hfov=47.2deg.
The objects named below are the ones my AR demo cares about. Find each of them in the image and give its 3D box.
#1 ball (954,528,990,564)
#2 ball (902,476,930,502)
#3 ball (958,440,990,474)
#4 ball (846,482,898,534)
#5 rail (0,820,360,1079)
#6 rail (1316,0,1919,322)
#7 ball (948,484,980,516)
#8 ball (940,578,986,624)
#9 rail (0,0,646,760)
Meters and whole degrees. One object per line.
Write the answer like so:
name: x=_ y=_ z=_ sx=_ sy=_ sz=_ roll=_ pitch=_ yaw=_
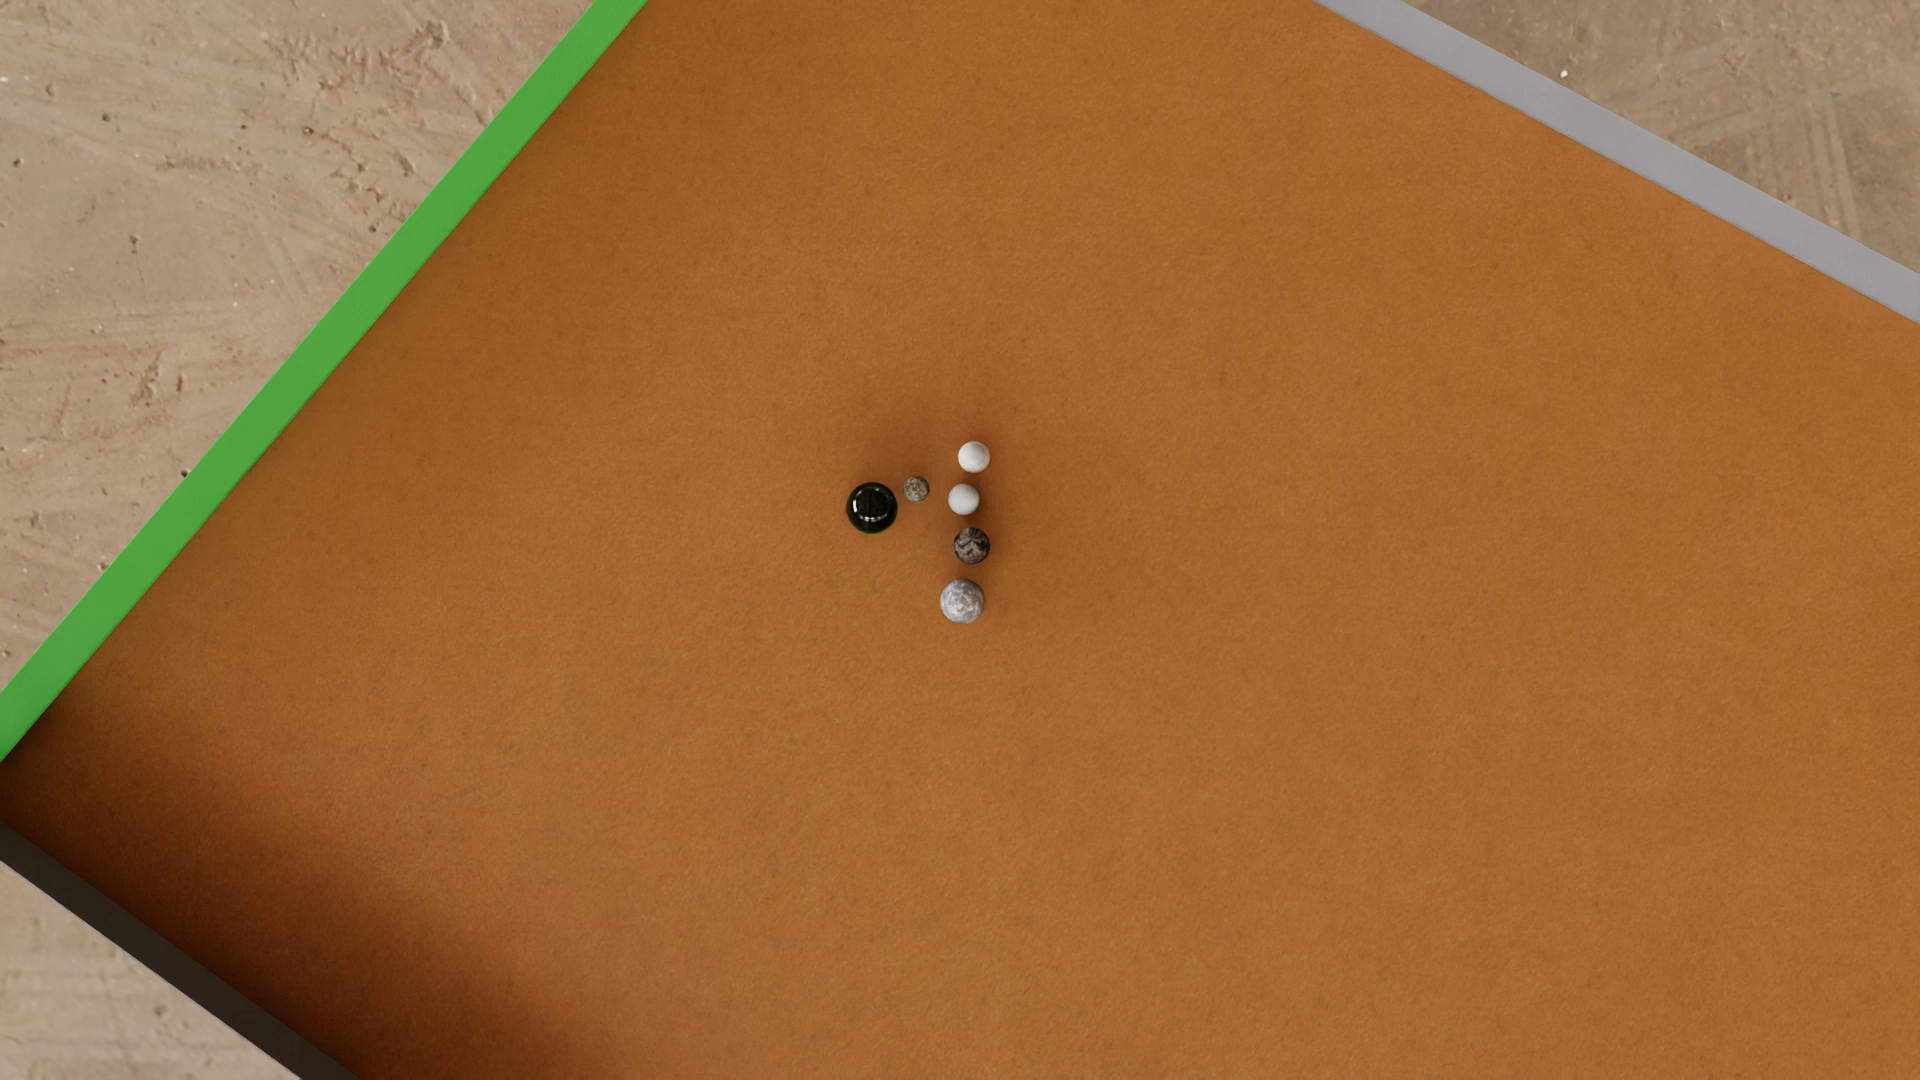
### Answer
ball: x=0.019 y=0.009 z=3.481 sx=0.059 sy=0.059 sz=0.059 roll=0 pitch=68 yaw=0
ball: x=-0.070 y=-0.081 z=3.525 sx=0.043 sy=0.043 sz=0.043 roll=0 pitch=68 yaw=0
ball: x=0.023 y=-0.134 z=3.542 sx=0.052 sy=0.052 sz=0.052 roll=0 pitch=68 yaw=0
ball: x=-0.140 y=-0.051 z=3.492 sx=0.083 sy=0.083 sz=0.083 roll=0 pitch=68 yaw=0
rail: x=0.219 y=1.459 z=2.879 sx=4.212 sy=0.108 sz=0.045 roll=32 pitch=72 yaw=12
rail: x=1.539 y=-0.399 z=3.616 sx=4.212 sy=0.108 sz=0.045 roll=32 pitch=72 yaw=12
ball: x=0.006 y=-0.065 z=3.515 sx=0.051 sy=0.051 sz=0.051 roll=0 pitch=68 yaw=0
ball: x=0.004 y=0.096 z=3.440 sx=0.071 sy=0.071 sz=0.071 roll=0 pitch=68 yaw=0
rail: x=-0.859 y=-0.536 z=3.670 sx=0.045 sy=0.108 sz=2.443 roll=32 pitch=72 yaw=12
